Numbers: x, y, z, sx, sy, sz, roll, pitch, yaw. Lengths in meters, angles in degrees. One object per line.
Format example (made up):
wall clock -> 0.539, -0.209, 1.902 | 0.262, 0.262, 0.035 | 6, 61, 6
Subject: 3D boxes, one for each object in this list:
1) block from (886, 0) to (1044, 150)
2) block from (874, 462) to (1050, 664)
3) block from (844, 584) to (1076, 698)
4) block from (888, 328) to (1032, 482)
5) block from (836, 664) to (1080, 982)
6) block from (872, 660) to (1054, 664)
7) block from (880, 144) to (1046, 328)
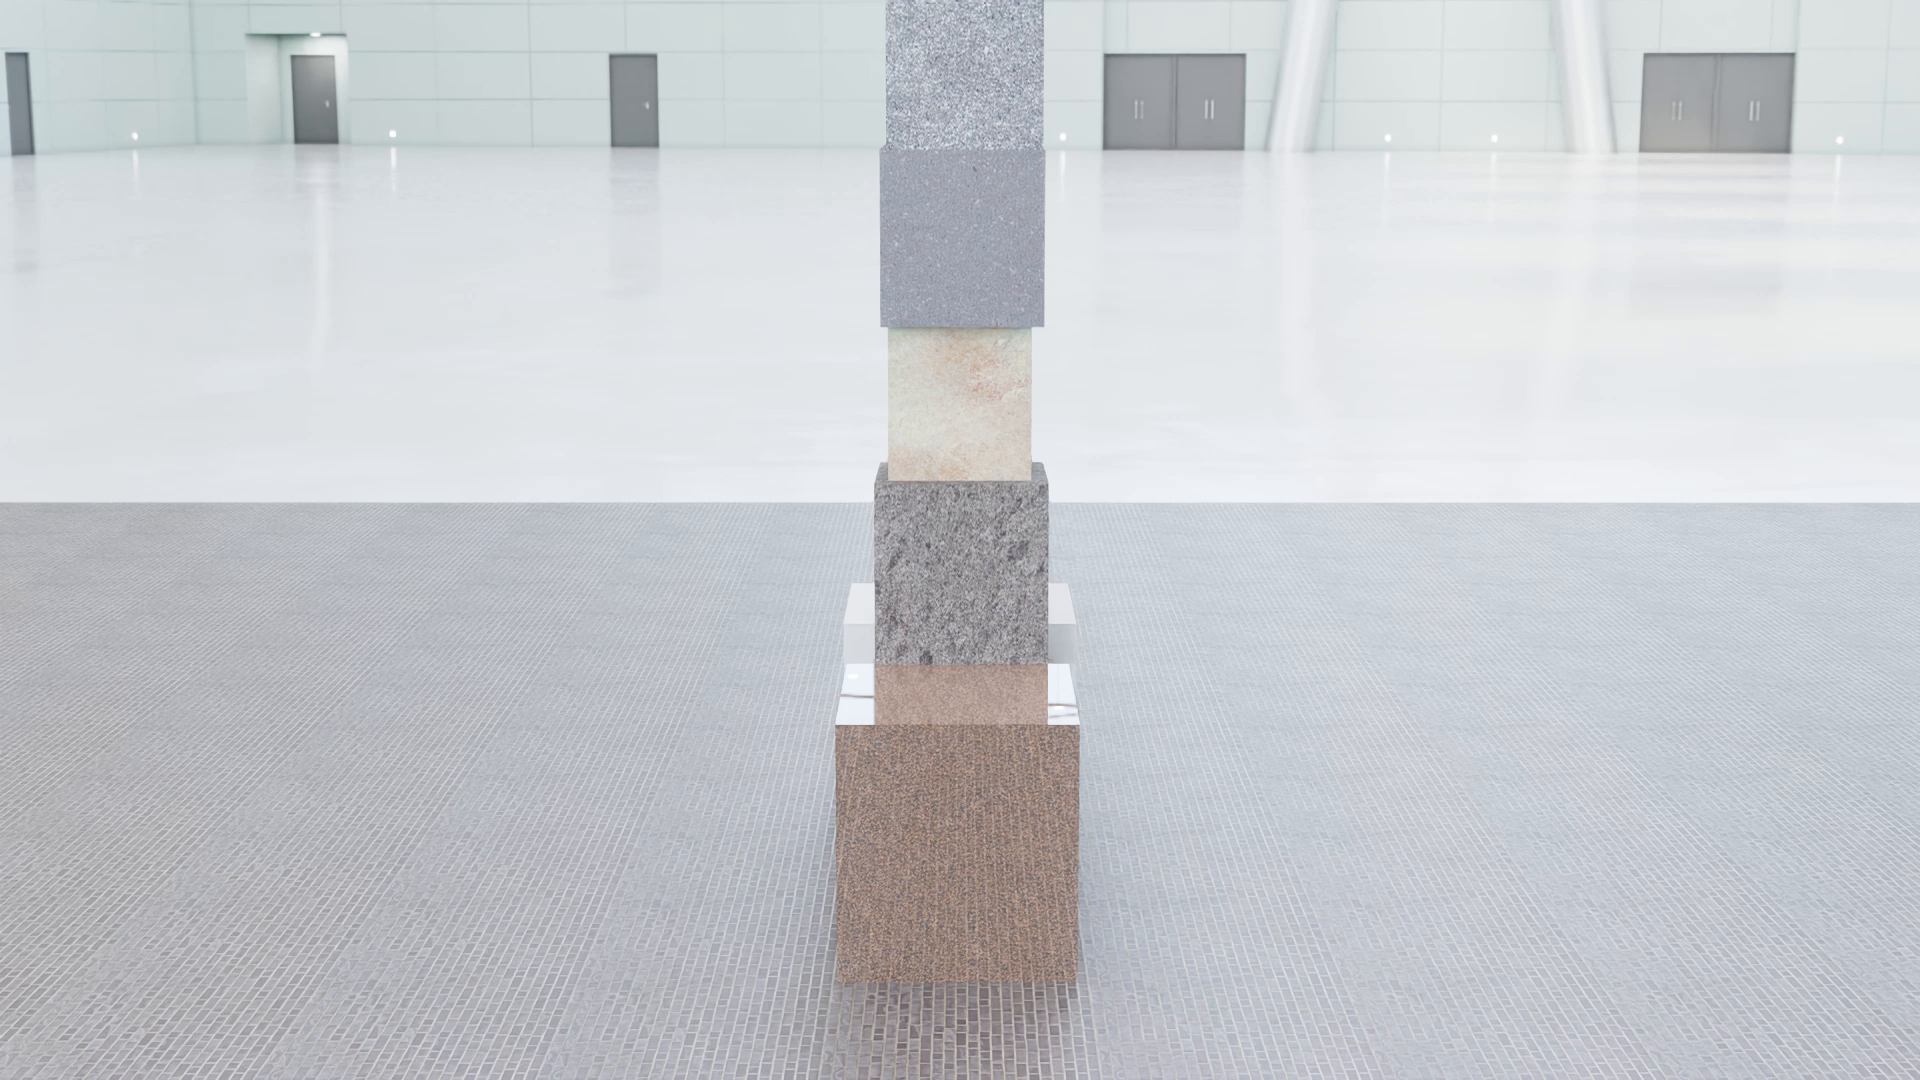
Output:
block -> 0.020, -1.972, 10.843 | 0.648, 0.613, 0.667 | 0, 11, 0
block -> 0.007, 0.089, 11.212 | 0.733, 0.768, 0.840 | 0, 8, 0
block -> -0.001, 0.802, 12.300 | 1.067, 1.022, 0.944 | 0, 10, 0
block -> -0.001, -0.629, 11.096 | 0.604, 0.657, 0.616 | 0, 11, 0
block -> -0.010, 1.128, 10.455 | 0.940, 1.040, 1.030 | 0, 10, 0
block -> 0.016, 1.046, 11.414 | 0.829, 0.858, 0.867 | 0, 10, 0
block -> 0.010, -1.311, 10.967 | 0.684, 0.732, 0.699 | 0, 11, 0
